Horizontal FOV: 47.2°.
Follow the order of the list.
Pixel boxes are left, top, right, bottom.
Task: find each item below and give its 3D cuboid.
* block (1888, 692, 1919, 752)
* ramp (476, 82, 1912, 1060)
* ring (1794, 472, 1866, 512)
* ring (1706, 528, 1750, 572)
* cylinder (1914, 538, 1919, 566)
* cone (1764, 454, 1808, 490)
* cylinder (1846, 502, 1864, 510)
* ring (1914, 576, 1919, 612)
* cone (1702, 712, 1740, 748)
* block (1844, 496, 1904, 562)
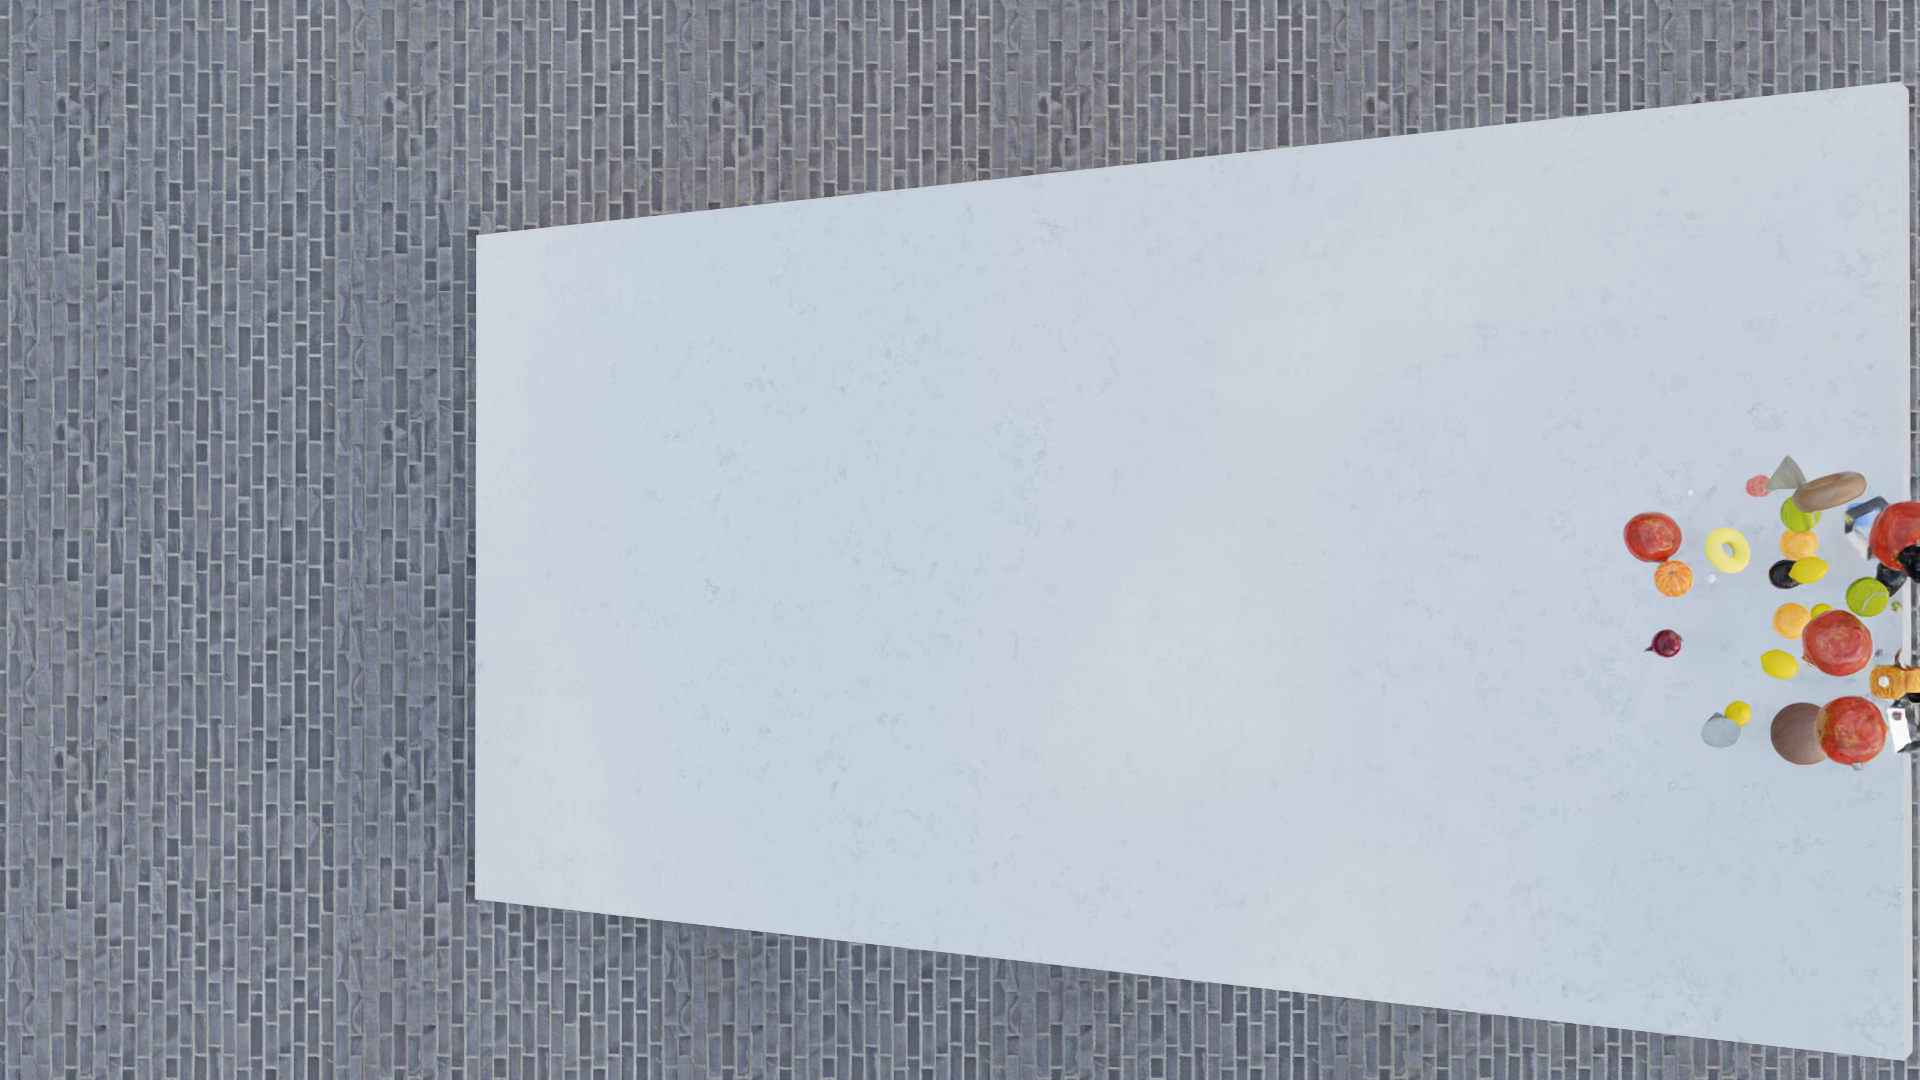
[{"bbox_3d":[1.611,0.305,3.671,0.078,0.078,0.078,1,65,-4],"label":"block"},{"bbox_3d":[0.260,0.071,5.600,4.000,0.100,2.000,0,89,32],"label":"ramp"},{"bbox_3d":[1.528,-0.085,3.865,0.125,0.125,0.042,-21,94,0],"label":"ring"},{"bbox_3d":[1.560,0.021,4.468,0.098,0.033,0.098,5,68,-13],"label":"ring"},{"bbox_3d":[1.533,0.020,3.407,0.071,0.071,0.071,5,89,-29],"label":"cylinder"},{"bbox_3d":[1.473,-0.106,3.953,0.069,0.069,0.069,-34,90,31],"label":"cone"},{"bbox_3d":[1.758,-0.040,4.286,0.052,0.052,0.052,-15,113,0],"label":"cylinder"},{"bbox_3d":[1.667,0.080,3.709,0.045,0.134,0.134,16,89,-15],"label":"ring"},{"bbox_3d":[1.509,0.363,4.375,0.074,0.074,0.074,5,121,9],"label":"cone"},{"bbox_3d":[1.717,-0.022,4.132,0.073,0.073,0.073,-25,49,1],"label":"block"}]
